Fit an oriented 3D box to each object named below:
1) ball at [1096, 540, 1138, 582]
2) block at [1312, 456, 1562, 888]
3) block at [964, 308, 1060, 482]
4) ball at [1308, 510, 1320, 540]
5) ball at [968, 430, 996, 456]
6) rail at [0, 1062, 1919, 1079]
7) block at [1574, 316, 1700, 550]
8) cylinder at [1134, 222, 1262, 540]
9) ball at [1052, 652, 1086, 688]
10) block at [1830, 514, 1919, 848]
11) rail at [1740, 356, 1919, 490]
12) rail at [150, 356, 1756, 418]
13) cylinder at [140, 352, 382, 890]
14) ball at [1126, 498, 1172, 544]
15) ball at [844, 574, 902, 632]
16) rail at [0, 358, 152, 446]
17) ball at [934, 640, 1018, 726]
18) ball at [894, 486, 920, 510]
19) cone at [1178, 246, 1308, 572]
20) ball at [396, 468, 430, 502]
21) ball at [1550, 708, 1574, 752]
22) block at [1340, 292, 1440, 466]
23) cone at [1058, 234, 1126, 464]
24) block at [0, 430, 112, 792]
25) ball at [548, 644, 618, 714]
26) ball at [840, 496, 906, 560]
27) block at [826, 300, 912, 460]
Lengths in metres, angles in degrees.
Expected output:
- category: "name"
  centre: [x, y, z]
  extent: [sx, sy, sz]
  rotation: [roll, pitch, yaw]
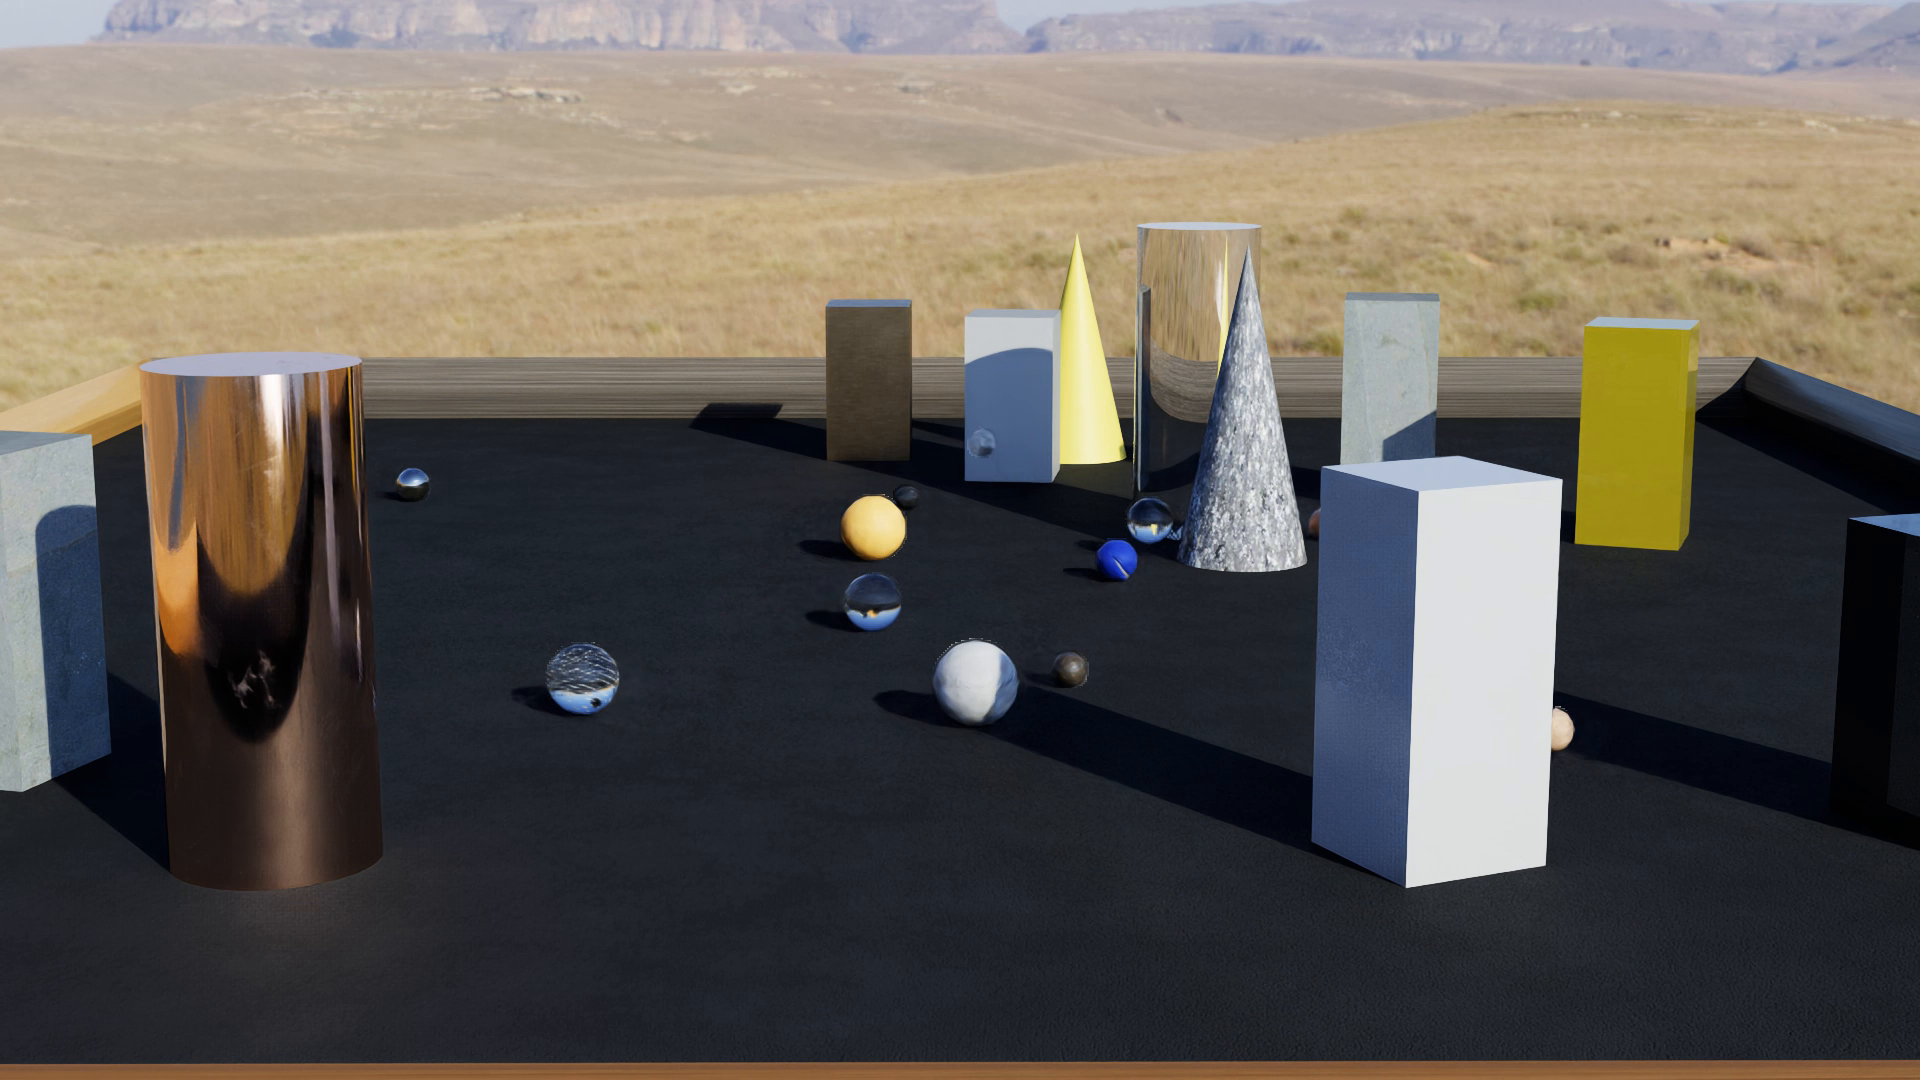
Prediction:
- category: "ball"
  centre: [0.223, 0.029, 3.651]
  extent: [0.060, 0.060, 0.060]
  rotation: [0, 11, 0]
- category: "block"
  centre: [0.436, 0.116, 2.364]
  extent: [0.154, 0.360, 0.154]
  rotation: [-5, 12, -25]
- category: "block"
  centre: [0.095, -0.259, 4.572]
  extent: [0.154, 0.290, 0.154]
  rotation: [1, 11, 7]
- category: "ball"
  centre: [0.563, -0.023, 3.958]
  extent: [0.051, 0.051, 0.051]
  rotation: [0, 11, 0]
- category: "ball"
  centre: [0.040, -0.170, 4.492]
  extent: [0.048, 0.048, 0.048]
  rotation: [0, 11, 0]
- category: "rail"
  centre: [0.011, 0.377, 1.595]
  extent: [3.332, 0.125, 0.045]
  rotation: [0, 11, 0]
- category: "block"
  centre: [1.044, -0.167, 3.952]
  extent: [0.154, 0.335, 0.154]
  rotation: [4, 11, 21]
- category: "cylinder"
  centre: [0.370, -0.252, 4.017]
  extent: [0.193, 0.478, 0.193]
  rotation: [0, 11, 0]
- category: "ball"
  centre: [0.129, 0.153, 3.032]
  extent: [0.041, 0.041, 0.041]
  rotation: [0, 11, 0]
- category: "block"
  centre: [0.956, 0.132, 2.460]
  extent: [0.154, 0.293, 0.154]
  rotation: [-4, 11, -18]
- category: "rail"
  centre: [1.642, 0.031, 3.458]
  extent: [0.045, 0.125, 3.819]
  rotation: [0, 11, 0]
- category: "rail"
  centre: [-0.011, -0.312, 5.303]
  extent: [3.332, 0.125, 0.045]
  rotation: [0, 11, 0]
- category: "cylinder"
  centre: [-0.634, 0.069, 2.340]
  extent: [0.193, 0.461, 0.193]
  rotation: [0, 11, 0]
- category: "ball"
  centre: [0.282, -0.029, 3.813]
  extent: [0.069, 0.069, 0.069]
  rotation: [0, 11, 0]
- category: "ball"
  centre: [-0.113, 0.081, 3.328]
  extent: [0.076, 0.076, 0.076]
  rotation: [0, 11, 0]
- category: "rail"
  centre: [-1.642, 0.034, 3.440]
  extent: [0.045, 0.125, 3.819]
  rotation: [0, 11, 0]
- category: "ball"
  centre: [0.017, 0.160, 2.853]
  extent: [0.095, 0.095, 0.095]
  rotation: [0, 11, 0]
- category: "ball"
  centre: [-0.087, -0.069, 4.234]
  extent: [0.040, 0.040, 0.040]
  rotation: [0, 11, 0]
- category: "cone"
  centre: [0.419, -0.202, 3.774]
  extent: [0.193, 0.469, 0.193]
  rotation: [0, 11, 0]
- category: "ball"
  centre: [-0.920, -0.093, 4.320]
  extent: [0.056, 0.056, 0.056]
  rotation: [0, 11, 0]
- category: "ball"
  centre: [0.633, 0.203, 2.747]
  extent: [0.048, 0.048, 0.048]
  rotation: [0, 11, 0]
- category: "block"
  centre: [0.724, -0.239, 4.325]
  extent: [0.154, 0.341, 0.154]
  rotation: [2, 11, 9]
- category: "cone"
  centre: [0.216, -0.363, 4.781]
  extent: [0.193, 0.417, 0.193]
  rotation: [0, 11, 0]
- category: "block"
  centre: [-1.003, 0.068, 2.661]
  extent: [0.154, 0.344, 0.154]
  rotation: [3, 11, 16]
- category: "ball"
  centre: [-0.427, 0.157, 2.904]
  extent: [0.081, 0.081, 0.081]
  rotation: [0, 11, 0]
- category: "ball"
  centre: [-0.129, -0.018, 3.802]
  extent: [0.096, 0.096, 0.096]
  rotation: [0, 11, 0]
- category: "block"
  centre: [-0.169, -0.302, 4.813]
  extent: [0.154, 0.286, 0.154]
  rotation: [0, 11, 1]
